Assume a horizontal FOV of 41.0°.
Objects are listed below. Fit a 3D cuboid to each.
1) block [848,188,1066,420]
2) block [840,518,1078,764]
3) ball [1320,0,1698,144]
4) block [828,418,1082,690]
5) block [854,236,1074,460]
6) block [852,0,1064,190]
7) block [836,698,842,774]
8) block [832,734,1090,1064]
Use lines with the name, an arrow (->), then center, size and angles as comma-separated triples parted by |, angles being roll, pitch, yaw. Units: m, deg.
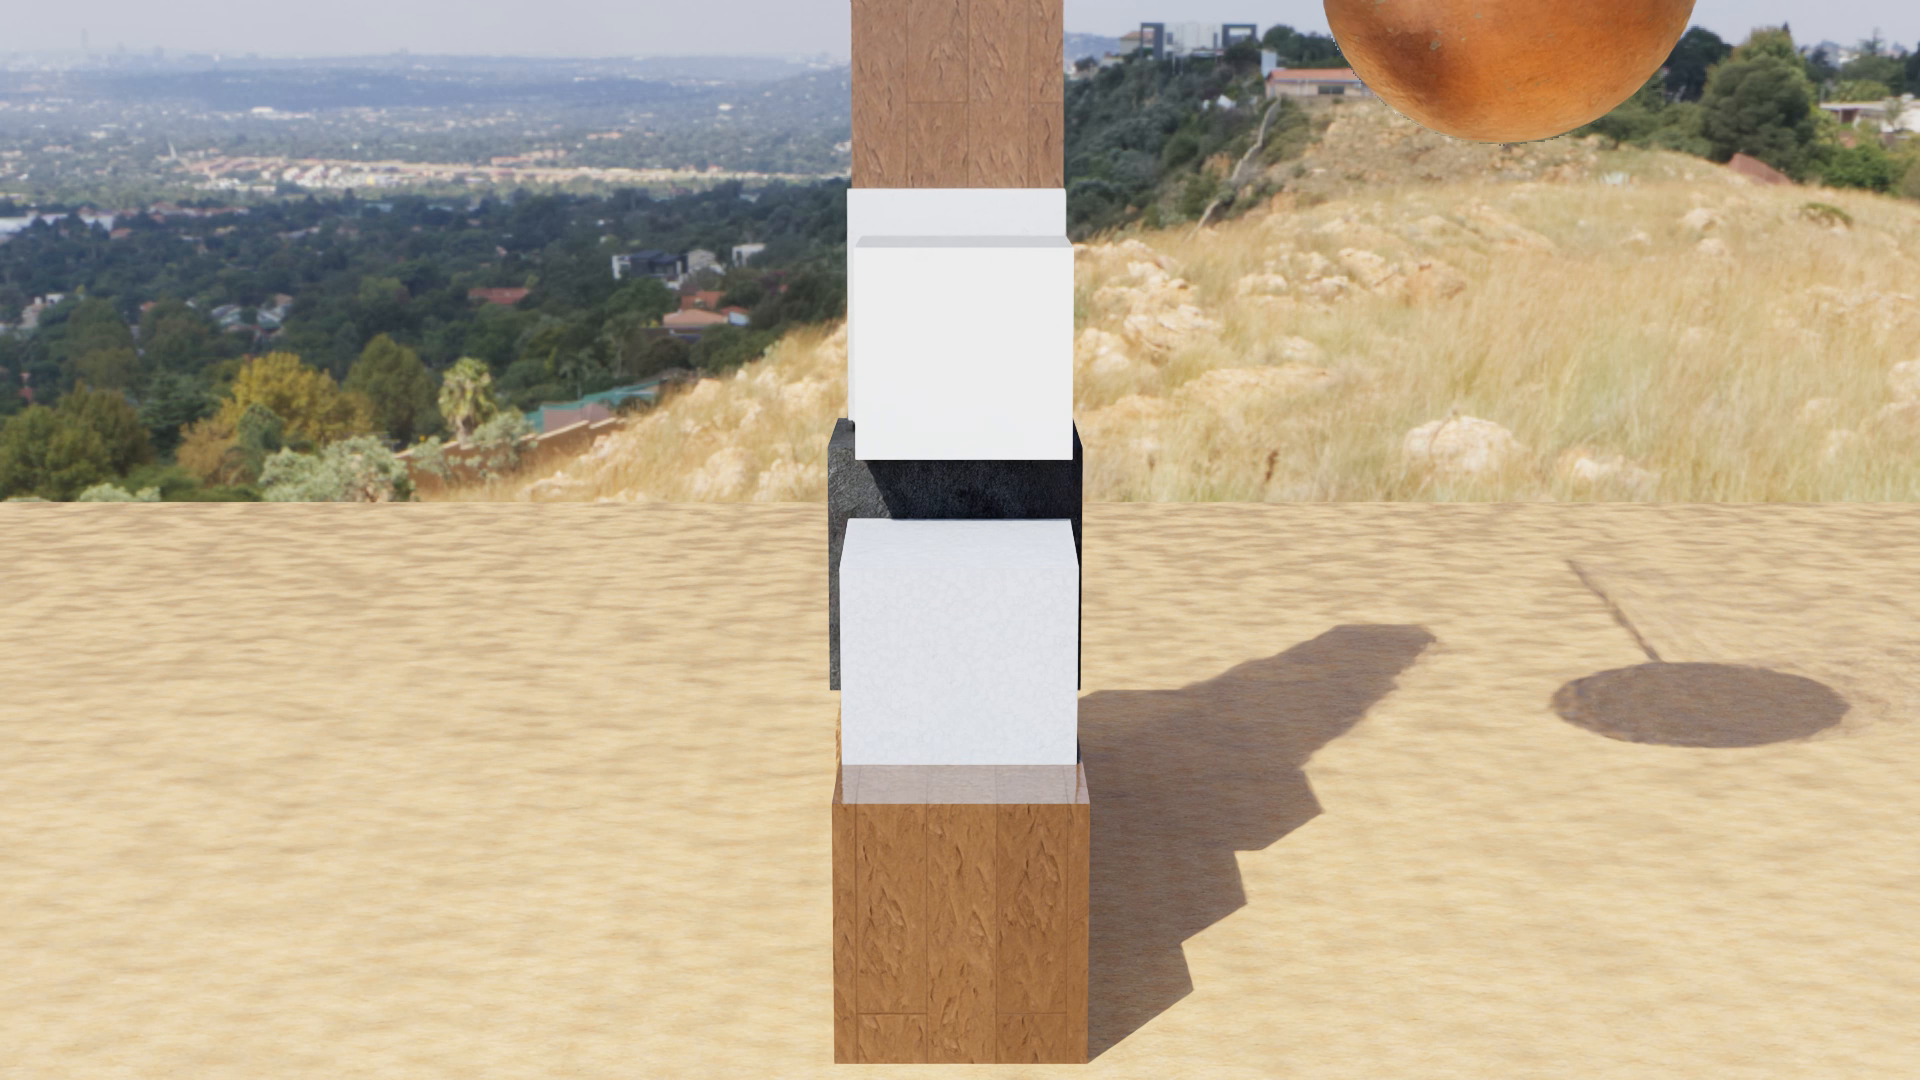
block -> -0.013, -0.998, 10.991 | 0.894, 0.946, 0.929 | 0, 4, 0
block -> -0.003, 0.376, 9.831 | 0.873, 0.758, 0.761 | 0, 14, 0
ball -> 2.295, -2.469, 10.731 | 1.600, 1.600, 1.600 | 0, 10, 0
block -> -0.019, 0.040, 10.654 | 1.008, 0.984, 0.904 | 0, 10, 0
block -> 0.015, -0.773, 10.116 | 0.828, 0.807, 0.754 | 0, 10, 0
block -> -0.010, -1.940, 10.980 | 0.872, 0.935, 0.901 | 0, 4, 0
block -> -0.018, 1.141, 10.501 | 0.933, 0.998, 0.845 | 0, 10, 0
block -> 0.003, 1.319, 9.603 | 0.910, 0.968, 0.966 | 0, 10, 0
